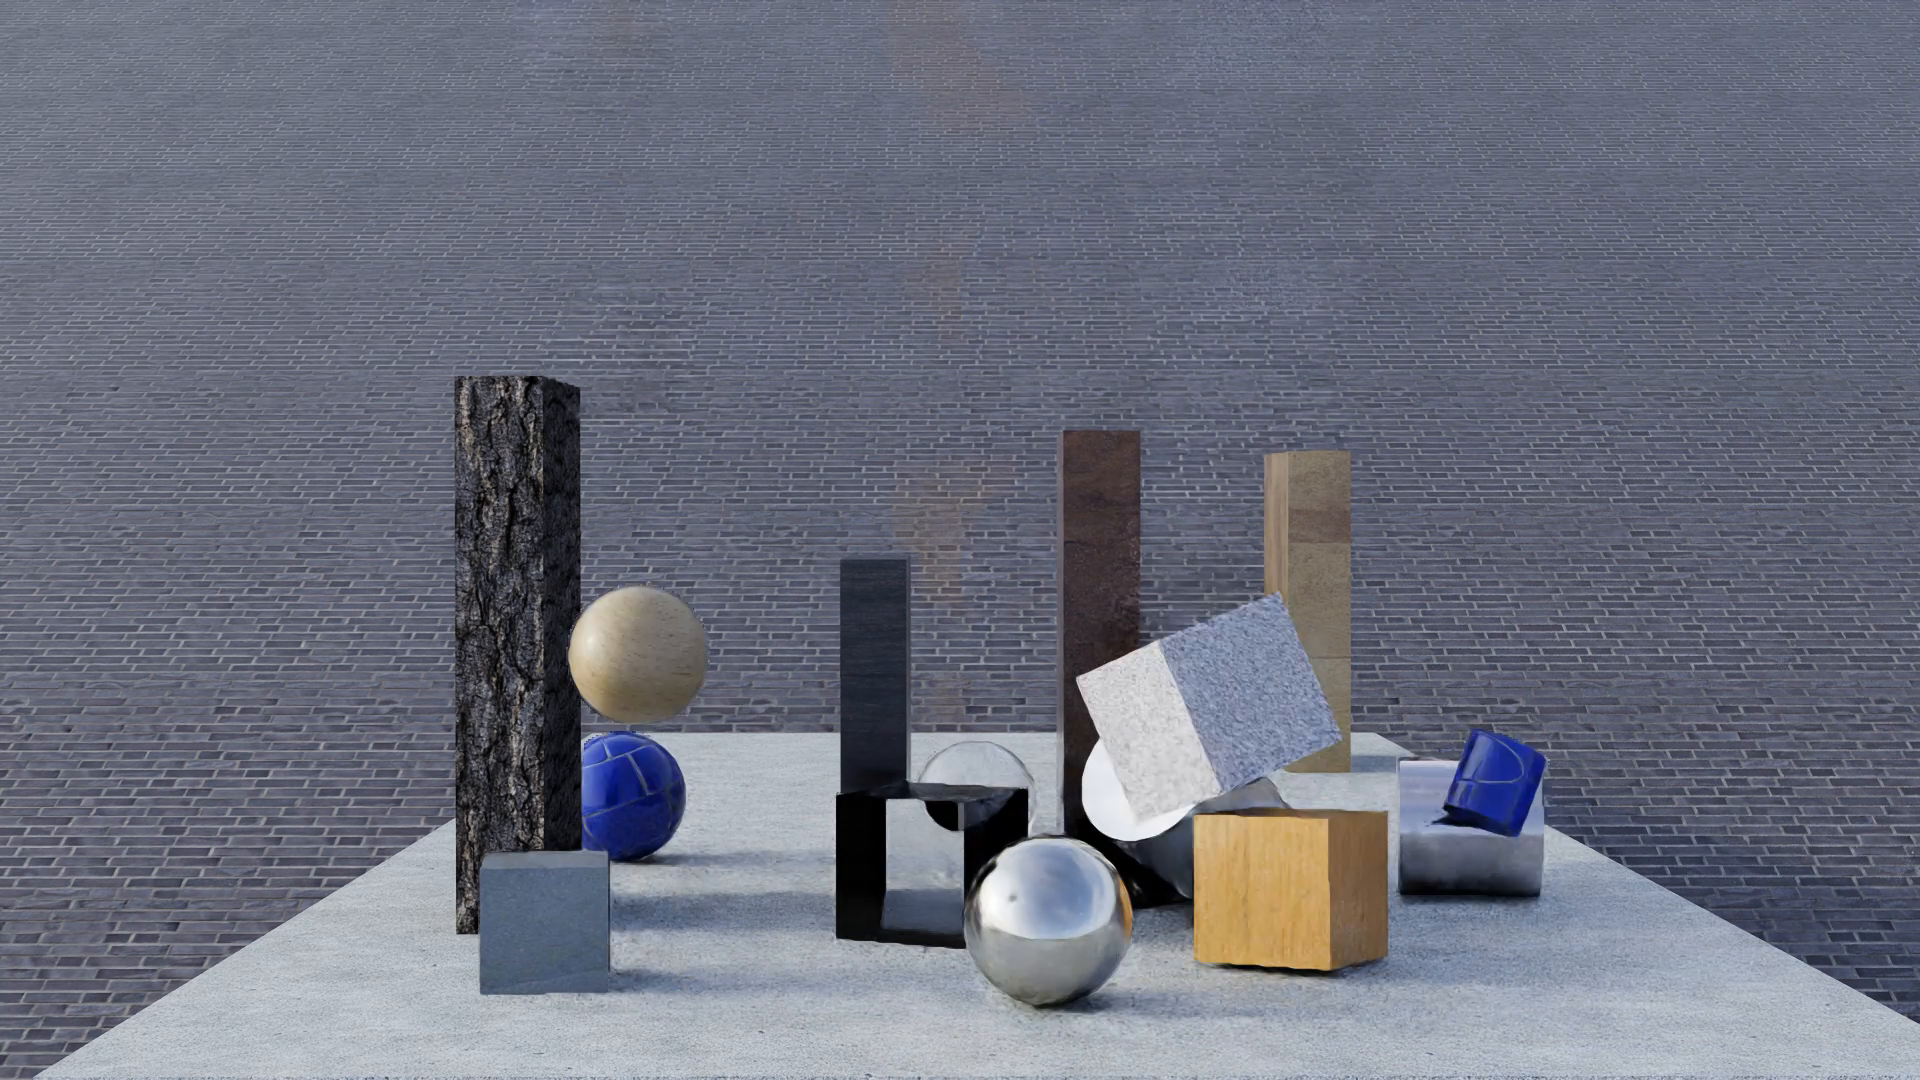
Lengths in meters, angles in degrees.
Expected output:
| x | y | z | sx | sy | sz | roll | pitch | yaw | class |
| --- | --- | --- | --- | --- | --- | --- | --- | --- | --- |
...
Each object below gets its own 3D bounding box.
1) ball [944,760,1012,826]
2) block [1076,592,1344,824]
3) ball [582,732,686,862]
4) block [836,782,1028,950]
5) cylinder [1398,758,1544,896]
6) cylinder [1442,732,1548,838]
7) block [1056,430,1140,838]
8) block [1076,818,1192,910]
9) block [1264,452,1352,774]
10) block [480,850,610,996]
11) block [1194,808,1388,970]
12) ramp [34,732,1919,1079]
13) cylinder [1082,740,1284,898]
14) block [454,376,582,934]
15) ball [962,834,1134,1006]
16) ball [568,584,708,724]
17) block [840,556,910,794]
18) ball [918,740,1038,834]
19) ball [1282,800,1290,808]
| x | y | z | sx | sy | sz | roll | pitch | yaw | class |
| --- | --- | --- | --- | --- | --- | --- | --- | --- | --- |
| 0.033 | 0.457 | 4.660 | 0.120 | 0.120 | 0.120 | 0 | 28 | 0 | ball |
| 0.321 | 0.219 | 3.357 | 0.207 | 0.207 | 0.207 | -20 | -6 | -32 | block |
| -0.550 | 0.418 | 4.211 | 0.208 | 0.208 | 0.208 | 0 | 28 | 0 | ball |
| -0.036 | 0.435 | 3.486 | 0.191 | 0.191 | 0.191 | 0 | 1 | 27 | block |
| 0.752 | 0.424 | 3.822 | 0.202 | 0.202 | 0.202 | 0 | 28 | 8 | cylinder |
| 0.719 | 0.328 | 3.471 | 0.108 | 0.108 | 0.108 | 23 | -11 | 5 | cylinder |
| 0.212 | 0.180 | 3.989 | 0.114 | 0.690 | 0.264 | 0 | 1 | 0 | block |
| 0.254 | 0.468 | 3.777 | 0.119 | 0.119 | 0.119 | -1 | 1 | -43 | block |
| 0.778 | 0.154 | 5.806 | 0.136 | 0.697 | 0.424 | 0 | 1 | 0 | block |
| -0.501 | 0.461 | 3.125 | 0.149 | 0.149 | 0.149 | 0 | 1 | -7 | block |
| 0.418 | 0.435 | 3.252 | 0.182 | 0.182 | 0.182 | -2 | -3 | 32 | block |
| 0.063 | 0.567 | 4.608 | 2.000 | 0.100 | 4.000 | 0 | 1 | 0 | ramp |
| 0.311 | 0.365 | 3.590 | 0.207 | 0.207 | 0.207 | -21 | 49 | 27 | cylinder |
| -0.620 | 0.153 | 3.648 | 0.118 | 0.752 | 0.346 | 0 | 1 | 0 | block |
| 0.101 | 0.438 | 2.984 | 0.197 | 0.197 | 0.197 | 0 | 28 | 0 | ball |
| -0.332 | 0.118 | 2.670 | 0.143 | 0.143 | 0.143 | 0 | 28 | 0 | ball |
| -0.121 | 0.276 | 3.781 | 0.092 | 0.502 | 0.336 | 0 | 1 | 0 | block |
| 0.025 | 0.423 | 4.165 | 0.200 | 0.200 | 0.200 | 0 | 28 | 0 | ball |
| 0.415 | 0.443 | 3.729 | 0.169 | 0.169 | 0.169 | 0 | 28 | 0 | ball |
